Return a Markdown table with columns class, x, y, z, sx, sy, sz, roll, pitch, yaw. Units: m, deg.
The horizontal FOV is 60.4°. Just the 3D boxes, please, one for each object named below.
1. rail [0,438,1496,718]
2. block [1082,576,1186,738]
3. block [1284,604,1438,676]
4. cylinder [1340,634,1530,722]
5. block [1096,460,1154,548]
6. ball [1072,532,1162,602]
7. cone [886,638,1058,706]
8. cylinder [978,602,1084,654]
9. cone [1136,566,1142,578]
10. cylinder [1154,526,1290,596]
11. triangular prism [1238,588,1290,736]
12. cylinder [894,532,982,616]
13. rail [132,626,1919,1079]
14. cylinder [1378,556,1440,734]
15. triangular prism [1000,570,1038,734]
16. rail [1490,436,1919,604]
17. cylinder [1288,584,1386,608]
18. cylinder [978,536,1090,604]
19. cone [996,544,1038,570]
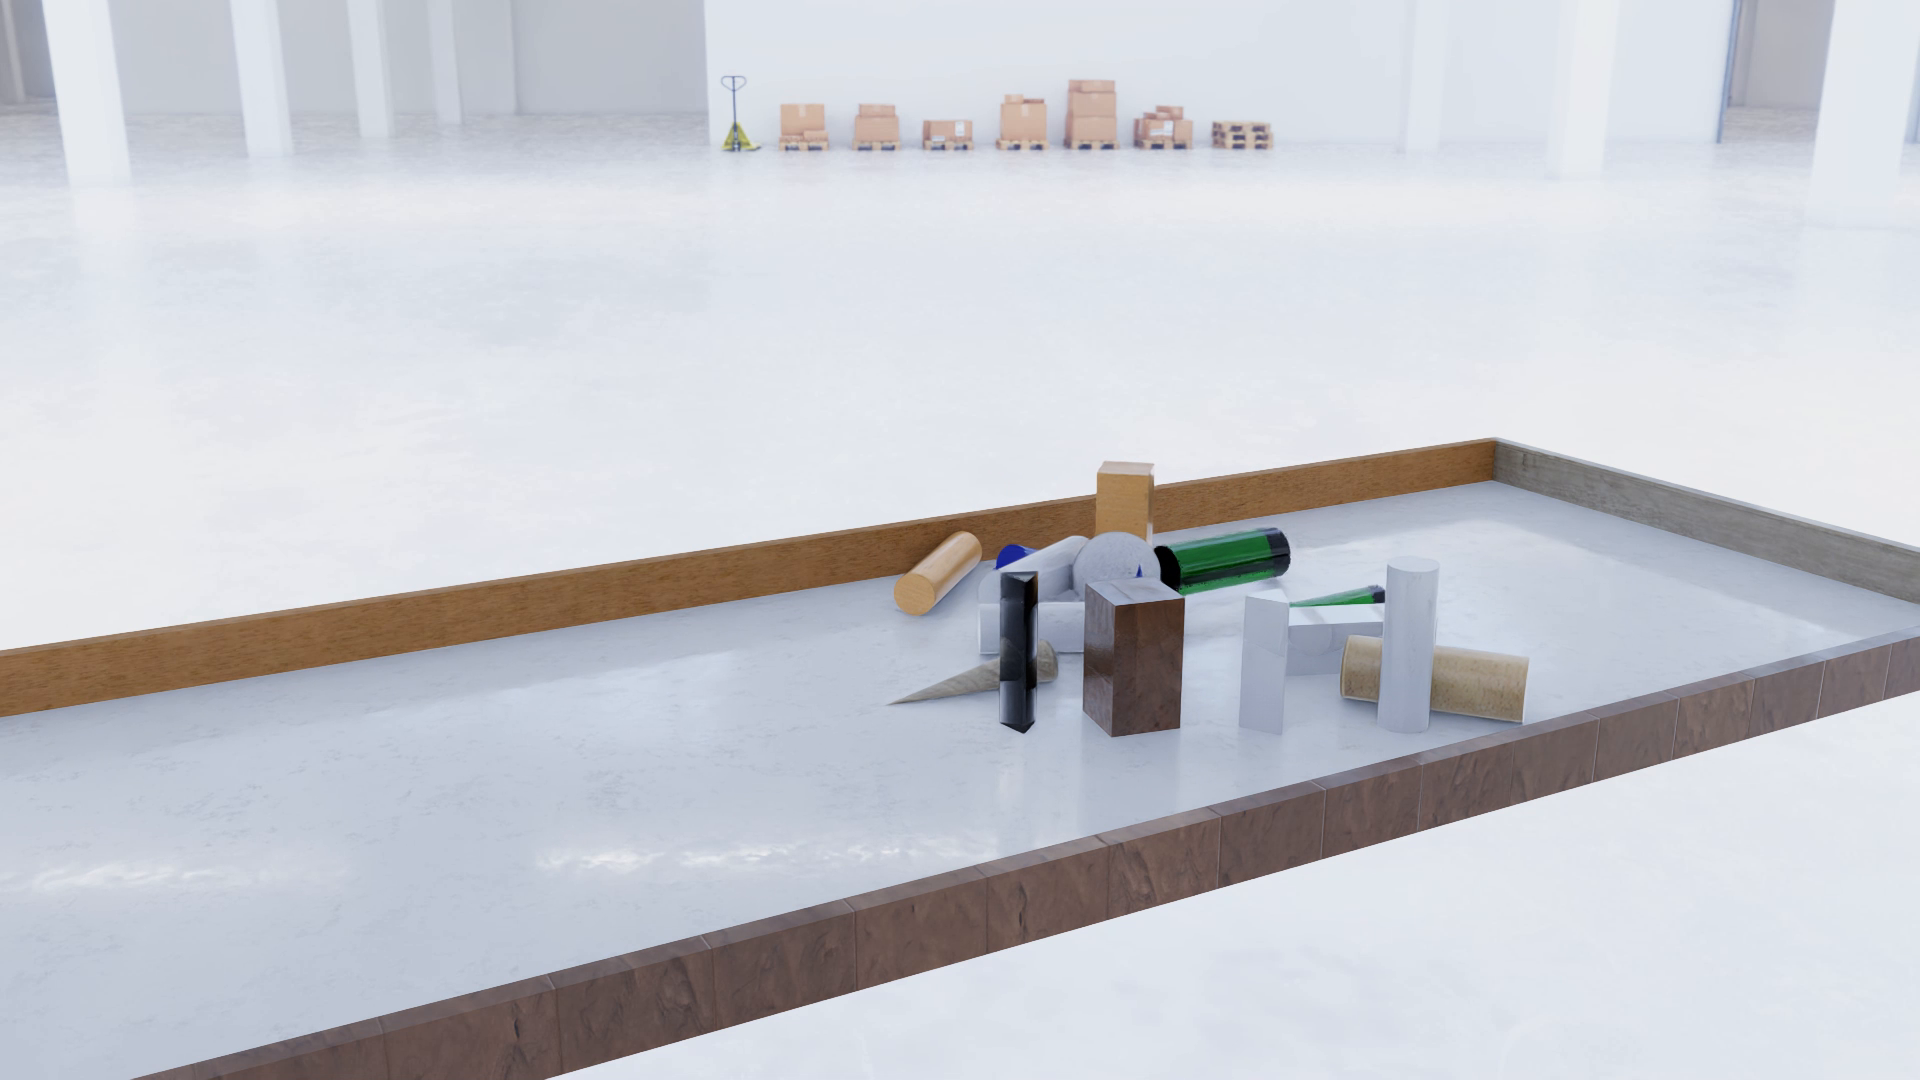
| class | x | y | z | sx | sy | sz | roll | pitch | yaw |
| --- | --- | --- | --- | --- | --- | --- | --- | --- | --- |
| rail | -3.305 | 0.497 | 3.399 | 12.000 | 0.150 | 0.050 | -9 | 18 | -27 |
| block | 0.404 | 0.271 | 3.865 | 0.174 | 0.321 | 0.174 | -5 | 17 | -18 |
| block | 0.989 | 0.255 | 4.246 | 0.433 | 0.136 | 0.136 | -2 | 17 | -7 |
| cylinder | 1.139 | 0.330 | 3.958 | 0.421 | 0.156 | 0.156 | 7 | 18 | 22 |
| block | 0.480 | -0.033 | 4.821 | 0.149 | 0.365 | 0.149 | 4 | 17 | 12 |
| ball | 0.433 | 0.100 | 4.573 | 0.248 | 0.248 | 0.248 | 0 | 16 | 0 |
| cone | 0.018 | 0.351 | 4.066 | 0.450 | 0.108 | 0.108 | -14 | 20 | -20 |
| cylinder | 0.204 | 0.230 | 4.337 | 0.308 | 0.132 | 0.132 | -1 | 16 | -3 |
| cone | 0.443 | 0.205 | 4.107 | 0.152 | 0.310 | 0.152 | 0 | 16 | 0 |
| cylinder | 0.767 | 0.064 | 4.864 | 0.410 | 0.155 | 0.155 | -9 | 19 | -29 |
| triangular prism | 0.722 | 0.278 | 3.836 | 0.105 | 0.322 | 0.091 | 10 | 19 | 29 |
| cylinder | -0.060 | 0.092 | 4.826 | 0.121 | 0.121 | 0.456 | 5 | 17 | 17 |
| rail | -2.336 | 1.006 | 1.665 | 12.000 | 0.150 | 0.050 | -9 | 18 | -27 |
| cylinder | 1.037 | 0.242 | 3.817 | 0.117 | 0.398 | 0.117 | -1 | 18 | 0 |
| triangular prism | 0.150 | 0.256 | 3.829 | 0.076 | 0.370 | 0.088 | -13 | 21 | -38 |
| rail | 2.466 | -0.048 | 5.253 | 0.050 | 0.150 | 2.100 | -9 | 18 | -27 |
| cylinder | 0.999 | 0.206 | 4.446 | 0.348 | 0.117 | 0.117 | -10 | 19 | -29 |
| cylinder | 0.236 | 0.117 | 4.655 | 0.169 | 0.169 | 0.410 | 11 | 20 | 33 |
| cone | 0.295 | 0.075 | 4.976 | 0.139 | 0.139 | 0.400 | 15 | 12 | 42 |
